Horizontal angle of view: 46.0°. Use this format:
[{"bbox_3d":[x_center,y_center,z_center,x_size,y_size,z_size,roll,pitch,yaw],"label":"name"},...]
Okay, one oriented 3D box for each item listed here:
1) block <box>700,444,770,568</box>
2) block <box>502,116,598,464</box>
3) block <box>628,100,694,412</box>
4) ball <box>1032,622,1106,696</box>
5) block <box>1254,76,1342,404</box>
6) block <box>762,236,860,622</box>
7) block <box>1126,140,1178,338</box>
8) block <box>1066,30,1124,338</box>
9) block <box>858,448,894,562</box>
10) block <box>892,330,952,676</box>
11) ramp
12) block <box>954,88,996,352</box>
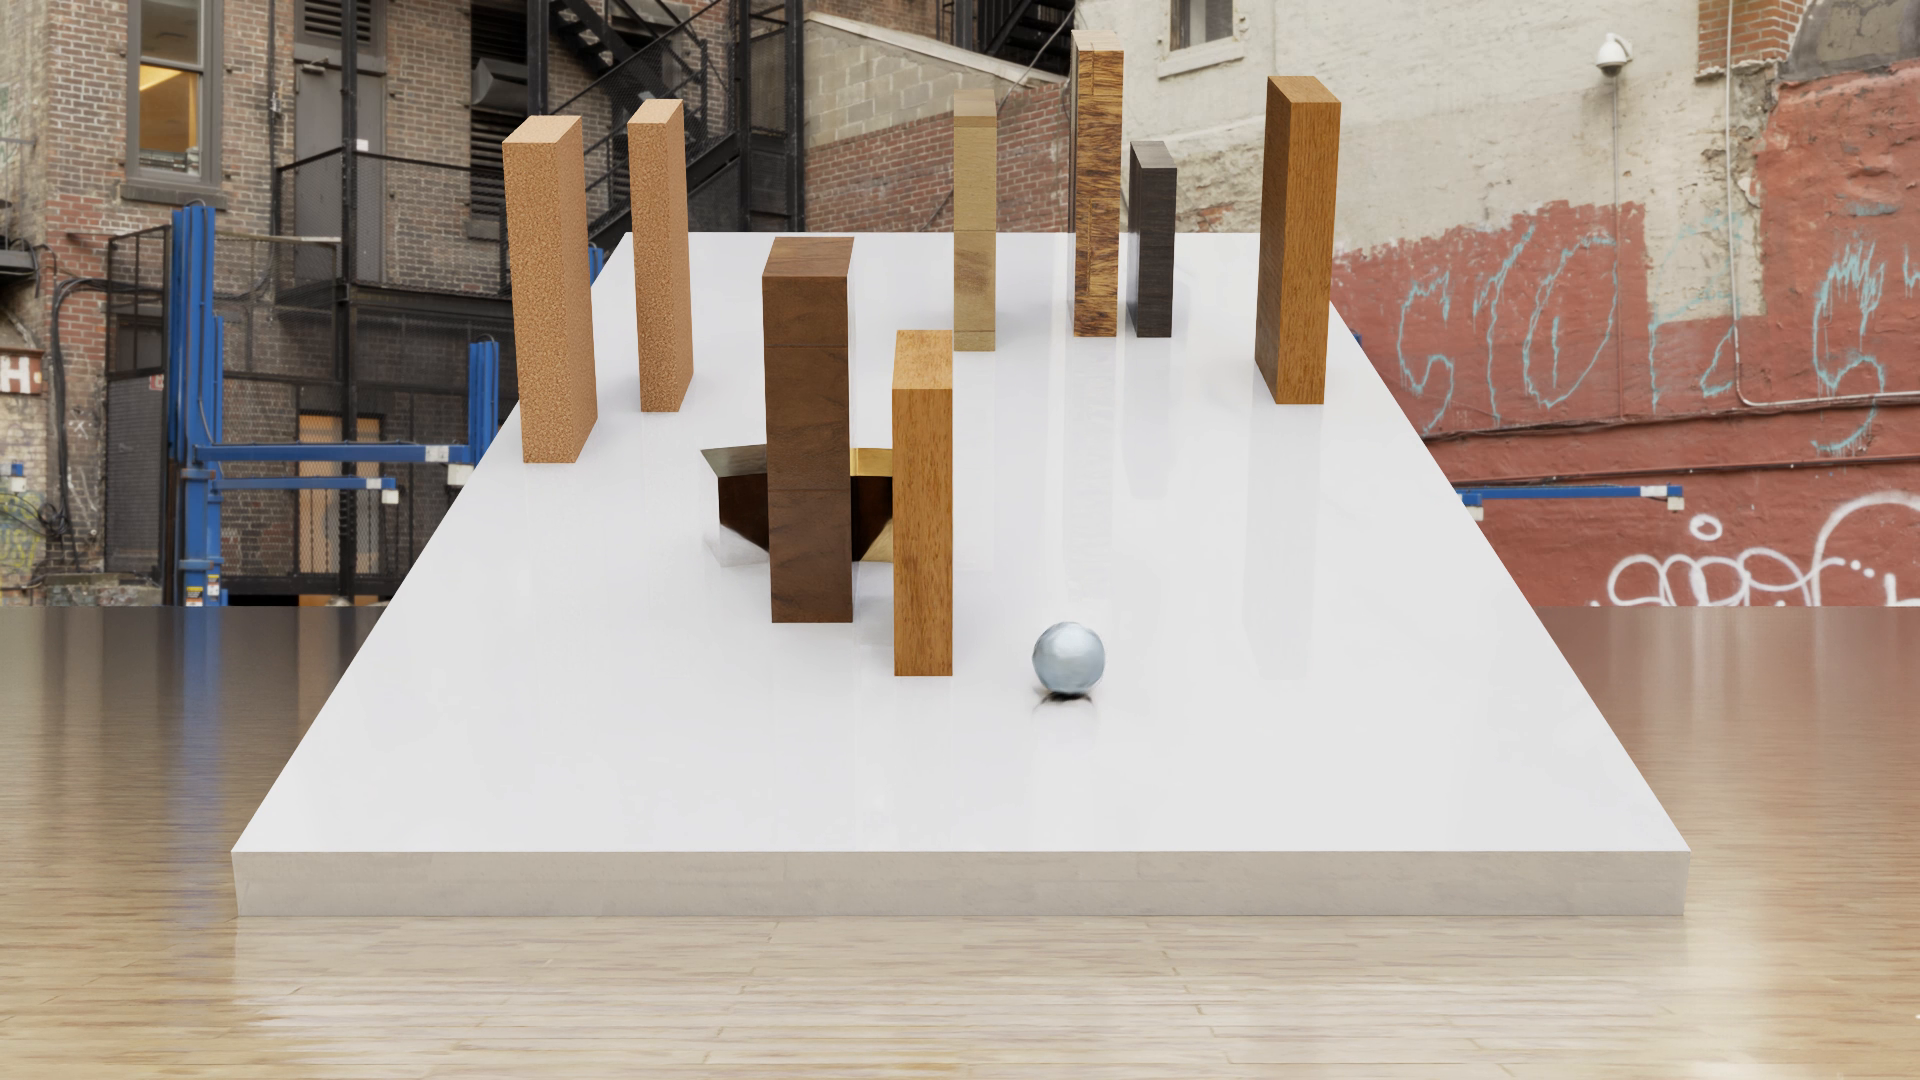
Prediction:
[{"bbox_3d":[-0.379,-0.068,4.212,0.174,0.174,0.174,-6,21,-16],"label":"block"},{"bbox_3d":[-0.857,-0.530,4.763,0.107,0.669,0.327,0,20,0],"label":"block"},{"bbox_3d":[-0.673,-0.646,5.118,0.083,0.646,0.326,0,20,0],"label":"block"},{"bbox_3d":[0.173,0.188,3.591,0.117,0.117,0.117,0,-2,0],"label":"ball"},{"bbox_3d":[0.771,-0.695,5.208,0.108,0.681,0.394,0,20,0],"label":"block"},{"bbox_3d":[-0.254,-0.195,3.927,0.139,0.607,0.303,0,20,0],"label":"block"},{"bbox_3d":[0.488,-0.776,5.804,0.087,0.429,0.386,0,20,0],"label":"block"},{"bbox_3d":[0.340,-0.912,5.764,0.108,0.711,0.392,0,20,0],"label":"block"},{"bbox_3d":[-0.126,-0.065,4.217,0.167,0.167,0.167,2,20,6],"label":"block"},{"bbox_3d":[-0.059,-0.068,3.760,0.095,0.483,0.365,0,20,0],"label":"block"},{"bbox_3d":[-0.005,-0.205,4.999,2.000,0.100,4.000,0,20,0],"label":"ramp"},{"bbox_3d":[0.035,-0.807,5.670,0.102,0.576,0.424,0,20,0],"label":"block"}]
